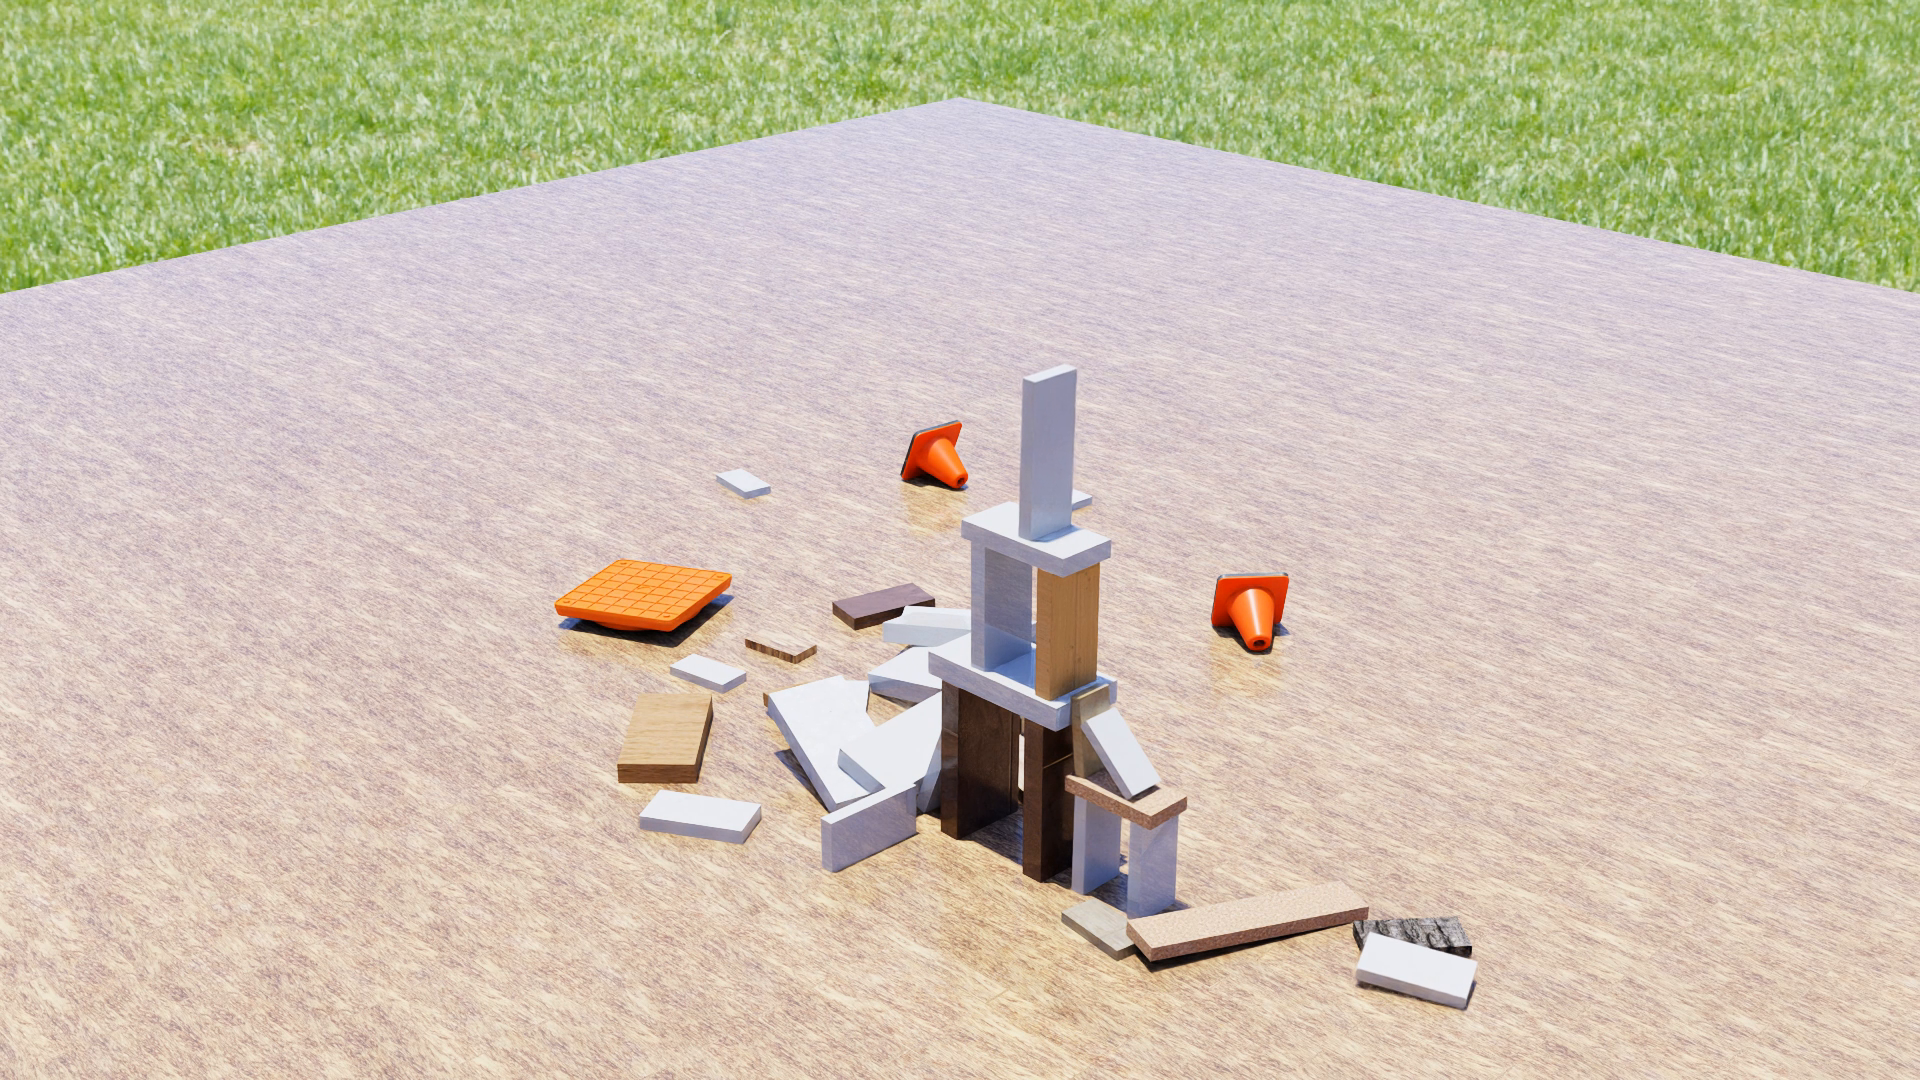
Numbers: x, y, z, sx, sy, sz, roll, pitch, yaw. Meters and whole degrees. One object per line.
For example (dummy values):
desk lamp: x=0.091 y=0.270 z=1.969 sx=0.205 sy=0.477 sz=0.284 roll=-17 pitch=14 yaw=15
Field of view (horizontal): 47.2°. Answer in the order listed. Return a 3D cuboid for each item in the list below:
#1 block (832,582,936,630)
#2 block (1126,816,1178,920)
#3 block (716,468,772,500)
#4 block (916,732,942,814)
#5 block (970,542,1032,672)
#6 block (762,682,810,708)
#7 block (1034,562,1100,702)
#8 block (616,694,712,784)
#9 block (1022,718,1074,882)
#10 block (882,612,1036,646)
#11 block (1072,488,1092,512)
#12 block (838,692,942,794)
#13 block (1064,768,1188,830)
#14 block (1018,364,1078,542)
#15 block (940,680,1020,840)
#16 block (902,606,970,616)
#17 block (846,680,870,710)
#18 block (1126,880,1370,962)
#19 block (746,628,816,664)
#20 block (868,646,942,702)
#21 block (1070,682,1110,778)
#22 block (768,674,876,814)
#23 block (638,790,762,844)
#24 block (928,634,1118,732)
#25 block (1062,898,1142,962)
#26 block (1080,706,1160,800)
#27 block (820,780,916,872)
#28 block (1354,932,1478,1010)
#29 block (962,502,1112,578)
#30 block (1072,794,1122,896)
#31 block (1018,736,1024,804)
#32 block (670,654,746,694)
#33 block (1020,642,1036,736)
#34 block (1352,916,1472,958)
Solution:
block: x=-0.185 y=0.161 z=5.341 sx=0.224 sy=0.032 sz=0.112 roll=-13 pitch=26 yaw=-28
block: x=0.358 y=0.598 z=4.083 sx=0.030 sy=0.209 sz=0.104 roll=21 pitch=31 yaw=41
block: x=-0.601 y=-0.156 z=6.099 sx=0.081 sy=0.023 sz=0.162 roll=-15 pitch=27 yaw=-32
block: x=-0.018 y=0.451 z=4.432 sx=0.105 sy=0.211 sz=0.030 roll=-22 pitch=52 yaw=-41
block: x=0.079 y=0.109 z=4.179 sx=0.130 sy=0.259 sz=0.037 roll=-21 pitch=31 yaw=-40
block: x=-0.329 y=0.364 z=4.782 sx=0.112 sy=0.032 sz=0.224 roll=-12 pitch=18 yaw=-28
block: x=0.199 y=0.157 z=4.067 sx=0.130 sy=0.259 sz=0.037 roll=-21 pitch=31 yaw=-40
block: x=-0.628 y=0.422 z=4.708 sx=0.161 sy=0.046 sz=0.322 roll=0 pitch=23 yaw=0
block: x=0.197 y=0.471 z=4.216 sx=0.170 sy=0.339 sz=0.048 roll=-21 pitch=31 yaw=-41
block: x=0.003 y=0.211 z=5.053 sx=0.322 sy=0.046 sz=0.161 roll=4 pitch=9 yaw=26
block: x=0.273 y=-0.099 z=5.964 sx=0.162 sy=0.023 sz=0.081 roll=-20 pitch=30 yaw=-38
block: x=-0.078 y=0.424 z=4.526 sx=0.322 sy=0.046 sz=0.161 roll=-27 pitch=51 yaw=-38
block: x=0.307 y=0.469 z=4.082 sx=0.209 sy=0.030 sz=0.104 roll=21 pitch=31 yaw=40
block: x=0.158 y=-0.157 z=3.987 sx=0.109 sy=0.308 sz=0.031 roll=-21 pitch=32 yaw=-40
block: x=0.041 y=0.410 z=4.359 sx=0.170 sy=0.339 sz=0.048 roll=-20 pitch=31 yaw=-39
block: x=-0.027 y=0.201 z=5.245 sx=0.227 sy=0.032 sz=0.112 roll=3 pitch=23 yaw=8
block: x=-0.244 y=0.357 z=4.890 sx=0.077 sy=0.022 sz=0.155 roll=1 pitch=23 yaw=1
block: x=0.531 y=0.699 z=4.046 sx=0.455 sy=0.028 sz=0.097 roll=-6 pitch=24 yaw=-22
block: x=-0.419 y=0.247 z=5.150 sx=0.155 sy=0.022 sz=0.077 roll=16 pitch=28 yaw=34
block: x=-0.030 y=0.306 z=4.874 sx=0.169 sy=0.048 sz=0.337 roll=-28 pitch=24 yaw=-38
block: x=0.246 y=0.355 z=4.105 sx=0.081 sy=0.161 sz=0.023 roll=-21 pitch=25 yaw=-40
block: x=-0.253 y=0.426 z=4.562 sx=0.169 sy=0.048 sz=0.337 roll=-14 pitch=44 yaw=-25
block: x=-0.520 y=0.555 z=4.412 sx=0.219 sy=0.031 sz=0.109 roll=6 pitch=24 yaw=15
block: x=0.118 y=0.261 z=4.214 sx=0.170 sy=0.048 sz=0.339 roll=-21 pitch=31 yaw=-40
block: x=0.268 y=0.716 z=4.045 sx=0.081 sy=0.023 sz=0.161 roll=-16 pitch=28 yaw=-33
block: x=0.297 y=0.394 z=4.061 sx=0.081 sy=0.023 sz=0.161 roll=-21 pitch=74 yaw=-40
block: x=-0.177 y=0.559 z=4.303 sx=0.219 sy=0.109 sz=0.031 roll=-20 pitch=30 yaw=-39
block: x=0.808 y=0.762 z=3.891 sx=0.194 sy=0.028 sz=0.097 roll=13 pitch=36 yaw=18
block: x=0.139 y=-0.003 z=4.065 sx=0.130 sy=0.037 sz=0.259 roll=-21 pitch=31 yaw=-40
block: x=0.261 y=0.560 z=4.172 sx=0.030 sy=0.209 sz=0.104 roll=22 pitch=31 yaw=40
block: x=0.126 y=0.473 z=4.565 sx=0.105 sy=0.030 sz=0.211 roll=-14 pitch=36 yaw=-31
block: x=-0.575 y=0.304 z=5.014 sx=0.162 sy=0.023 sz=0.081 roll=16 pitch=28 yaw=33
block: x=0.124 y=0.306 z=4.979 sx=0.169 sy=0.048 sz=0.484 roll=7 pitch=24 yaw=16
block: x=0.823 y=0.729 z=4.008 sx=0.194 sy=0.028 sz=0.097 roll=-2 pitch=23 yaw=-4
